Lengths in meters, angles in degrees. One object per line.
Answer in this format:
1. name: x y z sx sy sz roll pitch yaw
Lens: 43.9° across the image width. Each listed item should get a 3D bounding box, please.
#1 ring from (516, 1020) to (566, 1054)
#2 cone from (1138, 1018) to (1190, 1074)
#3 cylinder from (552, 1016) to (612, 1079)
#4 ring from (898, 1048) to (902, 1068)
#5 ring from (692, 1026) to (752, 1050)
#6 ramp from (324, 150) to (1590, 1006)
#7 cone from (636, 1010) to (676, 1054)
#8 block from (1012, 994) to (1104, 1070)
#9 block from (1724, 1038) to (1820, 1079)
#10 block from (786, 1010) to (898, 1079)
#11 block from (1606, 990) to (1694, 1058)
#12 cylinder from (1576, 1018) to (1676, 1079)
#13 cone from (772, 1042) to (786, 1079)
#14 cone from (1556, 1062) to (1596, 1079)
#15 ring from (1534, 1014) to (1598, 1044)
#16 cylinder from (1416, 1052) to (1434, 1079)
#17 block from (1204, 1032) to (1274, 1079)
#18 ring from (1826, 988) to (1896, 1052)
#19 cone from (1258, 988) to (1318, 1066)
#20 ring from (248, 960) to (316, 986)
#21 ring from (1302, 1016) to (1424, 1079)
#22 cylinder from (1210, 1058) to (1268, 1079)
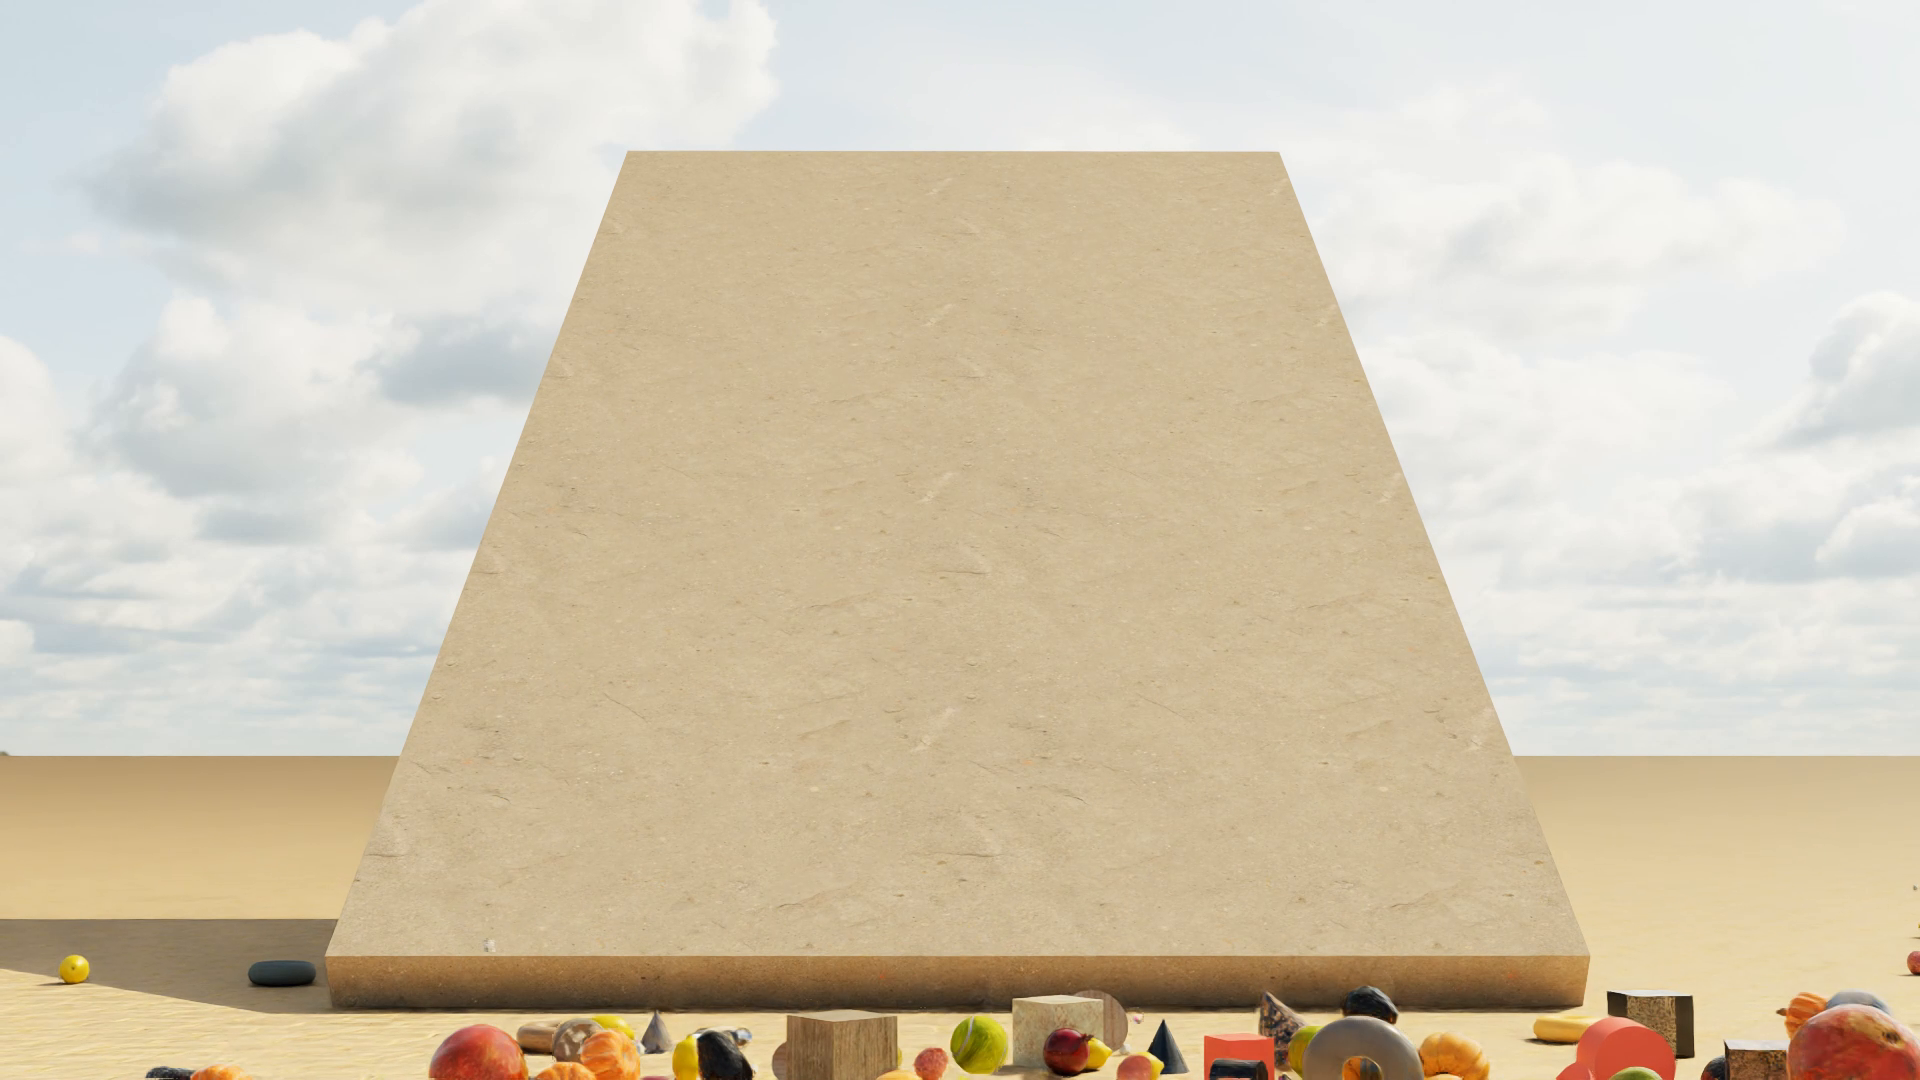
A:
1. ring: -0.554 0.680 3.257 0.106 0.035 0.106 1 -4 0
2. cone: 0.260 0.645 3.043 0.067 0.067 0.067 0 -5 0
3. cylinder: -0.474 0.638 2.985 0.070 0.070 0.070 1 -3 -13
4. ring: -0.136 0.654 3.000 0.128 0.043 0.128 0 -6 0
5. ring: -0.326 0.685 3.269 0.083 0.028 0.083 0 -6 0
6. ramp: -0.011 -0.224 5.555 2.000 0.100 4.000 0 28 0
7. cone: -0.414 0.668 3.243 0.055 0.055 0.055 0 -3 0
8. block: 0.128 0.642 3.103 0.084 0.084 0.084 4 -6 -39
9. block: 0.877 0.591 2.570 0.091 0.091 0.091 -1 -5 15
10. block: -0.140 0.612 2.825 0.094 0.094 0.094 4 -6 -39
11. block: 0.929 0.651 3.203 0.082 0.082 0.082 1 -5 -13
12. cylinder: 0.777 0.609 2.779 0.093 0.093 0.093 0 -5 2
13. cone: -0.198 0.658 2.958 0.058 0.058 0.058 -1 -32 16
14. cone: 0.695 0.622 2.600 0.077 0.077 0.077 28 -12 -11
15. ring: 0.860 0.690 3.357 0.101 0.034 0.101 0 -6 0
16. cylinder: 0.510 0.626 2.782 0.060 0.060 0.060 4 -6 -35
17. block: 0.338 0.633 2.880 0.062 0.062 0.062 2 -5 -22
18. ring: 1.228 0.655 3.245 0.094 0.094 0.031 0 -38 1
19. cone: 0.410 0.621 3.090 0.092 0.092 0.092 -24 5 2
20. ring: -1.187 0.759 4.167 0.115 0.038 0.115 1 -6 0
21. ring: 0.416 0.554 2.458 0.126 0.126 0.042 -2 6 19
22. cylinder: 0.322 0.626 2.744 0.053 0.053 0.053 -3 -6 27
